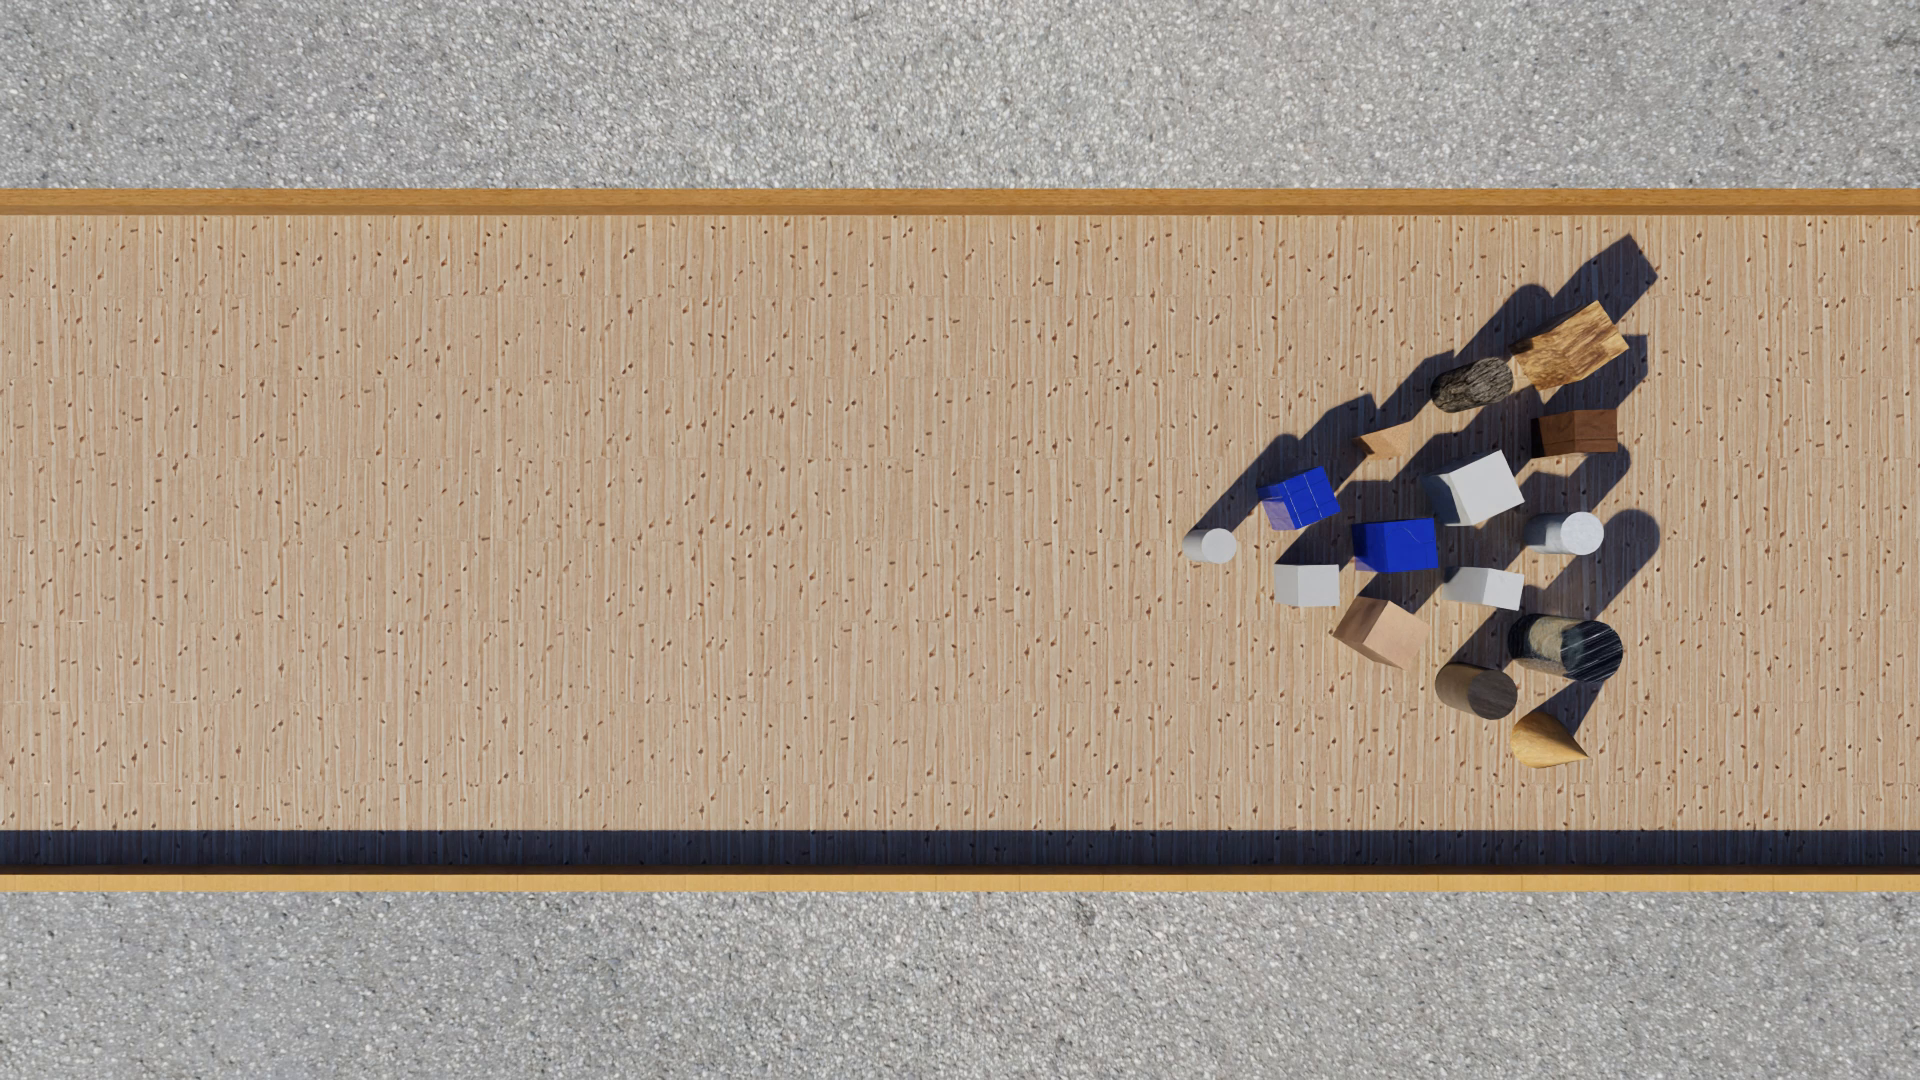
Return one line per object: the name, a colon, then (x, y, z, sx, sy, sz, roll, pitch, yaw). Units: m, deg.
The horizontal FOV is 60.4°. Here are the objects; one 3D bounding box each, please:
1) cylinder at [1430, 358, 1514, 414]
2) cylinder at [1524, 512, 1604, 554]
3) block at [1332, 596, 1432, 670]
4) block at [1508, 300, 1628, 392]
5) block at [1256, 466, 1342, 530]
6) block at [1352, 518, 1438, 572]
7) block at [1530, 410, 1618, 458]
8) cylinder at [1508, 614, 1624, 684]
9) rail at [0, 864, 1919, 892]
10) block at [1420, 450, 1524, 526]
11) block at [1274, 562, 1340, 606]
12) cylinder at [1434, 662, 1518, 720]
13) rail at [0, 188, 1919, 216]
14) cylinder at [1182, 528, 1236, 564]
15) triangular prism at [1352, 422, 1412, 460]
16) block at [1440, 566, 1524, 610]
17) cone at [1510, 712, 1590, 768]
cylinder: (1.513, -0.456, 4.889, 0.130, 0.375, 0.130, 0, 90, 0)
cylinder: (1.797, -0.019, 4.920, 0.125, 0.313, 0.125, 0, 90, 0)
block: (1.244, 0.272, 4.881, 0.145, 0.391, 0.145, 32, 90, 0)
block: (1.799, -0.572, 4.896, 0.165, 0.361, 0.165, -34, 90, 0)
block: (1.003, -0.121, 4.907, 0.141, 0.338, 0.141, -23, 90, 0)
block: (1.282, 0.015, 4.882, 0.143, 0.388, 0.143, -6, 90, 0)
block: (1.819, -0.312, 4.897, 0.122, 0.360, 0.122, -1, 90, 0)
cylinder: (1.772, 0.314, 4.851, 0.176, 0.450, 0.176, 0, 90, 0)
rail: (-2.247, 1.025, 5.001, 12.000, 0.150, 0.050, 0, 90, 0)
block: (1.522, -0.152, 4.921, 0.165, 0.312, 0.165, -24, 90, 0)
block: (1.026, 0.131, 4.898, 0.118, 0.358, 0.118, -2, 90, 0)
cylinder: (1.533, 0.446, 4.912, 0.145, 0.329, 0.145, 0, 90, 0)
rail: (-2.247, -1.025, 5.002, 12.000, 0.150, 0.050, 0, 90, 0)
cylinder: (0.733, 0.017, 4.871, 0.100, 0.412, 0.100, 0, 90, 0)
triangular prism: (1.267, -0.308, 4.905, 0.098, 0.343, 0.085, 43, 90, 0)
block: (1.538, 0.140, 4.871, 0.103, 0.411, 0.103, 10, 90, 0)
cone: (1.782, 0.616, 4.871, 0.174, 0.411, 0.174, 0, 90, 0)
